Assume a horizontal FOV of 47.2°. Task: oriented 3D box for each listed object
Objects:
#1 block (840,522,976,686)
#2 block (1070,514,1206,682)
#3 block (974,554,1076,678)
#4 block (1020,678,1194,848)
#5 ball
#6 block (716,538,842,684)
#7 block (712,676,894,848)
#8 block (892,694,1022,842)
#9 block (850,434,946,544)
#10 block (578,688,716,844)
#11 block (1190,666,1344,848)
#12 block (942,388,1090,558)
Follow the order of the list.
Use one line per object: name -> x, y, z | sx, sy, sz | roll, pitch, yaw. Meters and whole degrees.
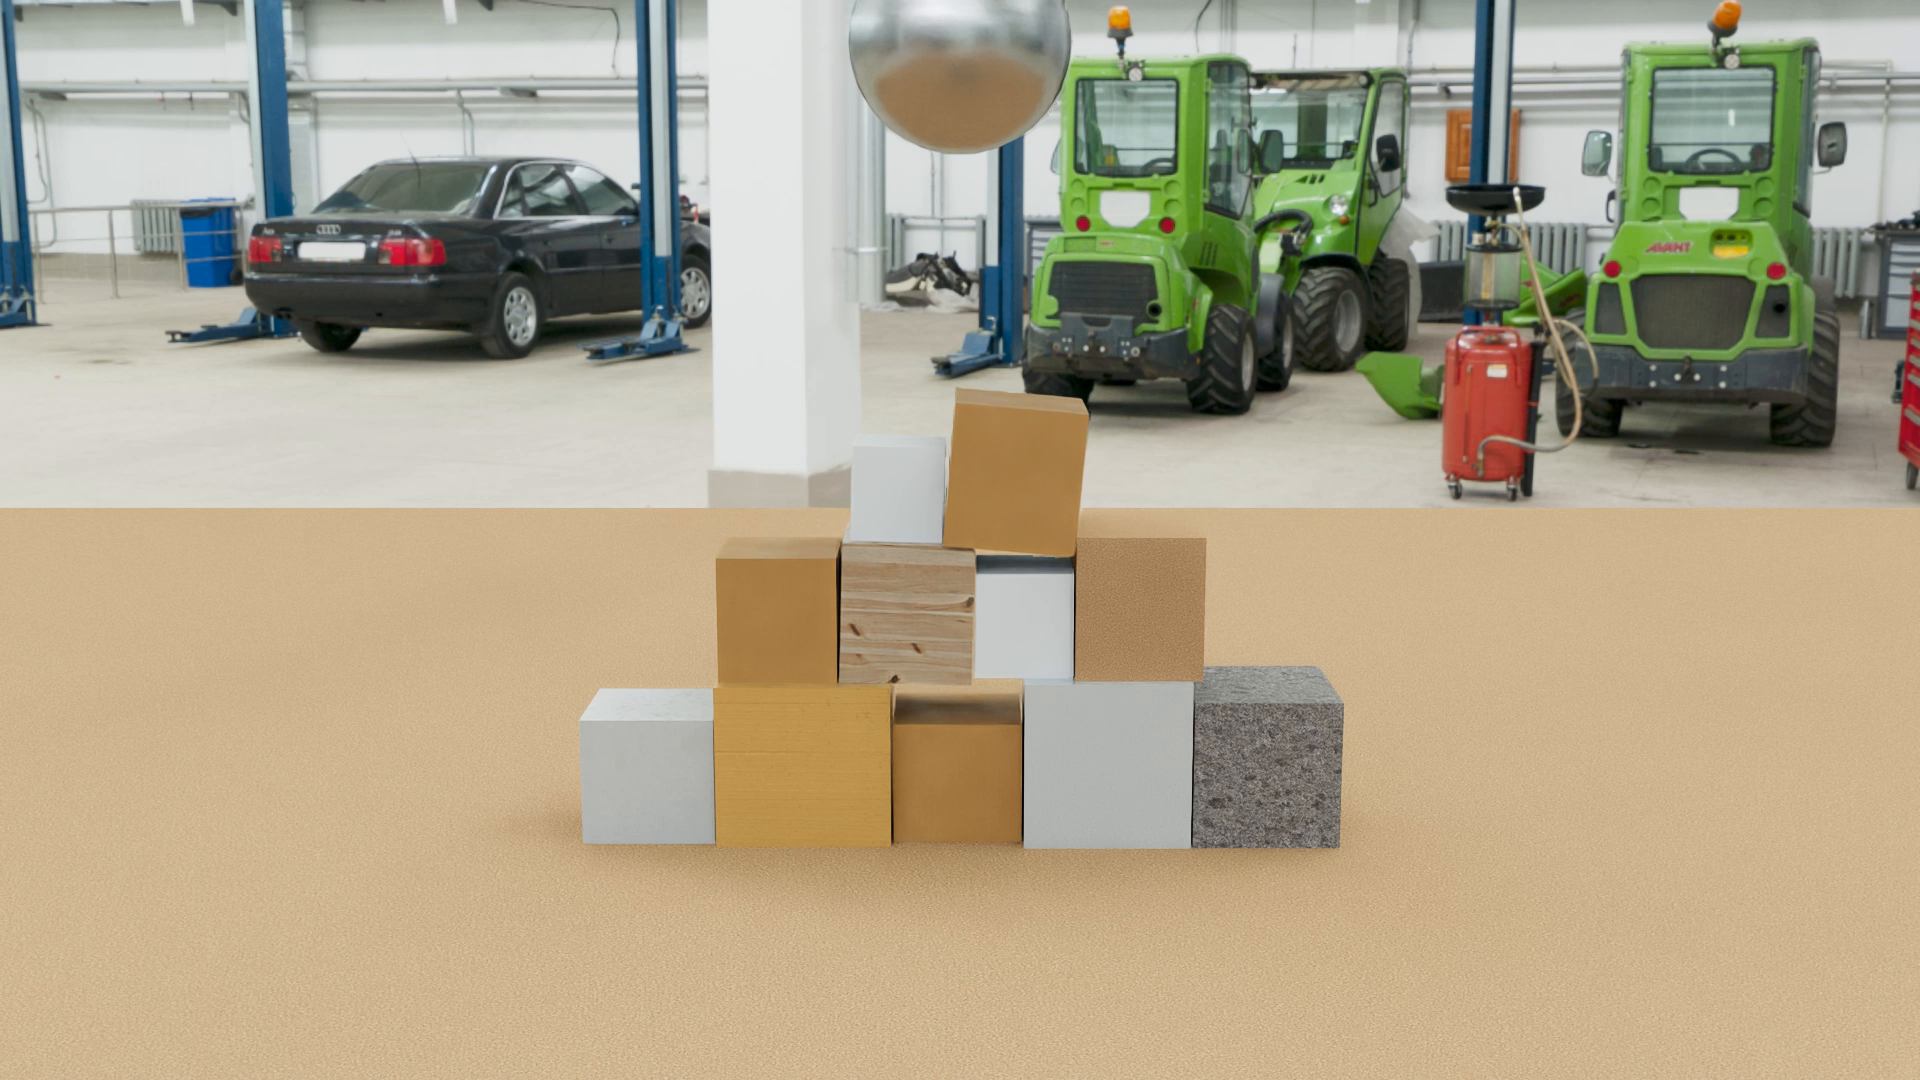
block -> -0.263, 0.319, 11.252 | 0.663, 0.707, 0.617 | 2, 10, 0
block -> 0.895, 0.285, 11.231 | 0.637, 0.727, 0.694 | 0, 10, 0
block -> 0.323, 0.385, 11.231 | 0.497, 0.532, 0.522 | 0, 10, 0
block -> 0.740, 1.059, 11.376 | 0.837, 0.846, 0.835 | 0, 10, 0
ball -> 0.000, -3.562, 15.721 | 1.600, 1.600, 1.600 | 0, 10, 0
block -> -0.914, 0.352, 11.257 | 0.597, 0.635, 0.593 | 0, 10, 0
block -> -0.787, 1.074, 11.360 | 0.880, 0.823, 0.745 | 0, 10, 0
block -> -0.013, 1.172, 11.410 | 0.648, 0.611, 0.633 | 0, 10, 0
block -> -0.309, -0.265, 11.144 | 0.463, 0.477, 0.440 | 2, 10, 0
block -> -1.572, 1.161, 11.380 | 0.670, 0.643, 0.650 | 0, 10, 0
block -> 1.537, 1.109, 11.368 | 0.739, 0.751, 0.790 | 0, 10, 0
block -> 0.273, -0.352, 11.119 | 0.655, 0.712, 0.667 | 5, 10, -1
